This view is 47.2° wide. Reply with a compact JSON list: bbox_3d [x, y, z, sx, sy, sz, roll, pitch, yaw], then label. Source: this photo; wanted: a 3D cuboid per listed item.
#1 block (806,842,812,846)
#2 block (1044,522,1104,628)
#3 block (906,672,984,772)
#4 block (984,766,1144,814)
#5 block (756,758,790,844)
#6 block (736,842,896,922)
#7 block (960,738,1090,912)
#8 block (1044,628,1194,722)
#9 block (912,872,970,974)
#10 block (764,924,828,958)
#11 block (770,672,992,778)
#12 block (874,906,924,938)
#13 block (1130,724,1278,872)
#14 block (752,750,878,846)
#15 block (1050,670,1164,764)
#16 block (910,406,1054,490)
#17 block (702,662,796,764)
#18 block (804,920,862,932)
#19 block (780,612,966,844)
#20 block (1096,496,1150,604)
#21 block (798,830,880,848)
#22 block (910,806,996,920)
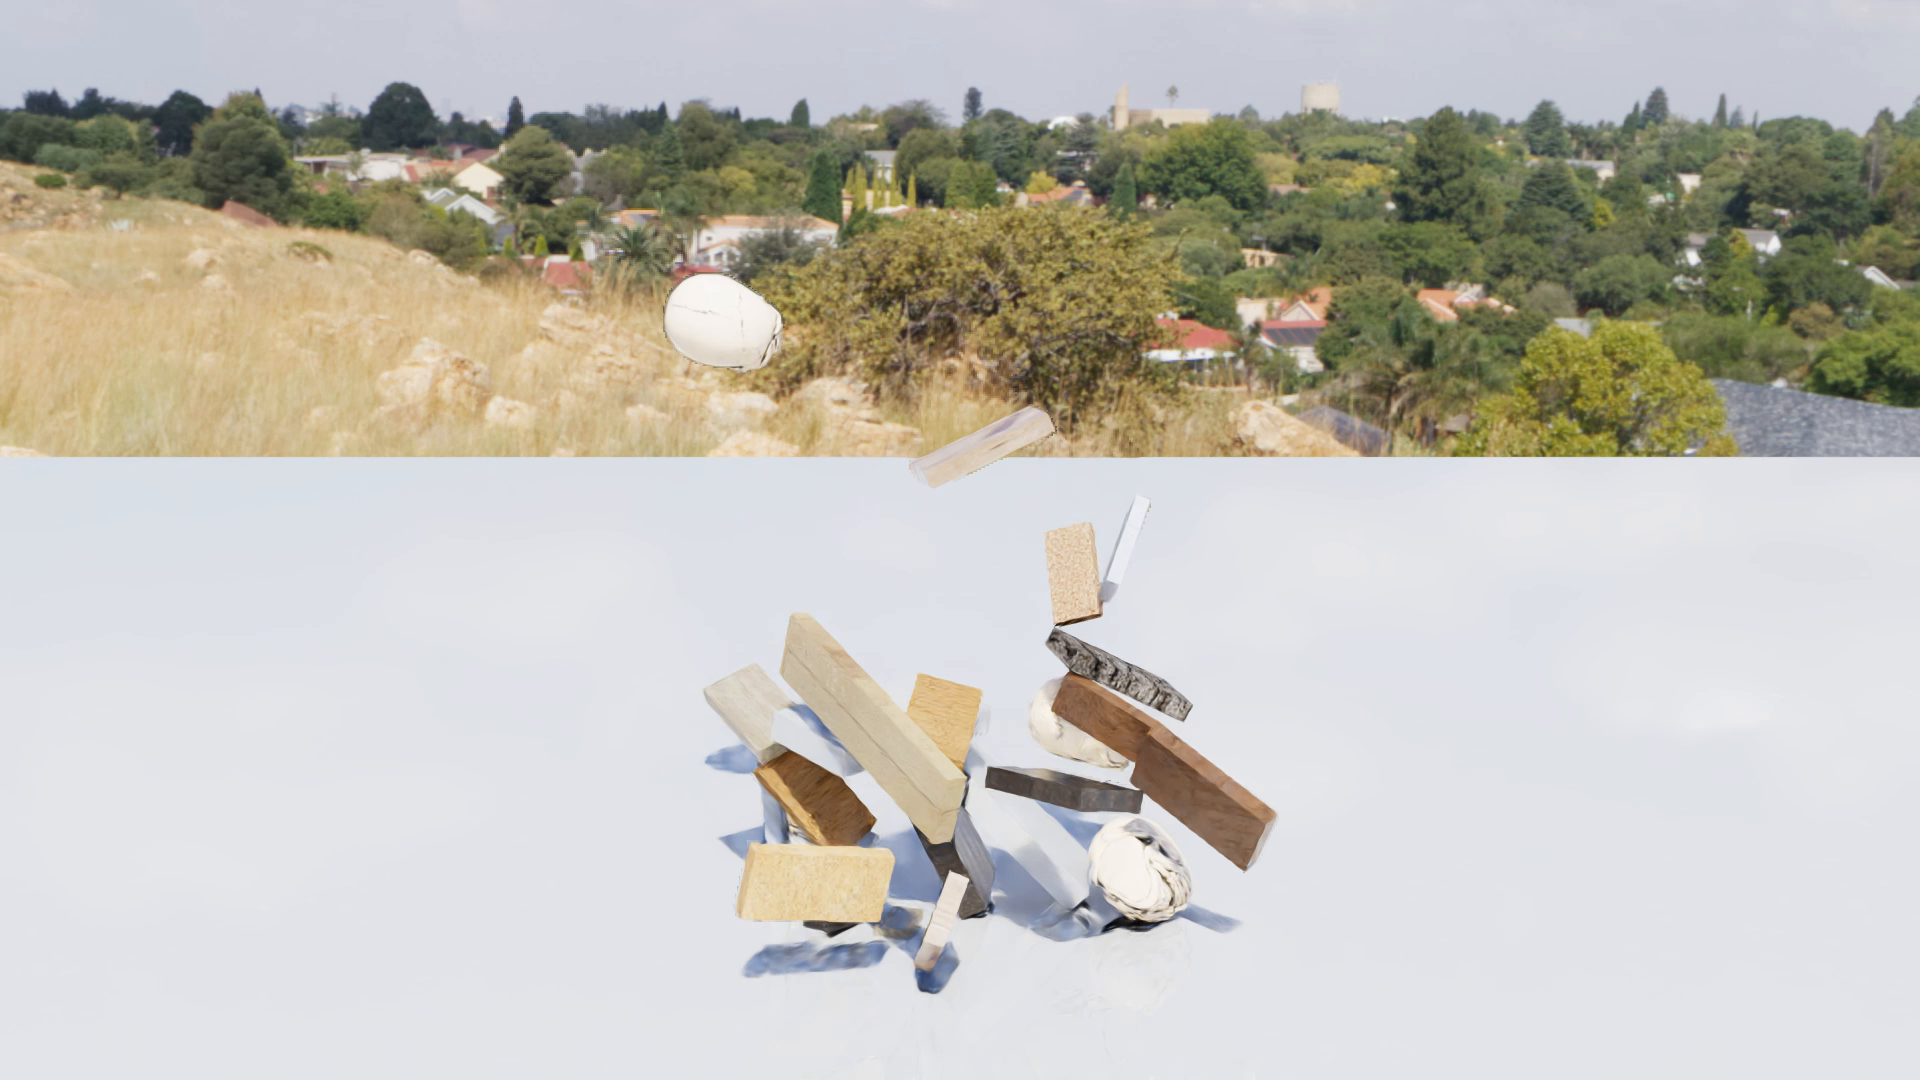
[{"bbox_3d":[-0.252,0.531,3.658,0.017,0.120,0.060,15,10,0],"label":"block"},{"bbox_3d":[0.185,0.056,3.568,0.079,0.158,0.022,-15,-23,24],"label":"block"},{"bbox_3d":[-0.032,0.284,3.390,0.107,0.030,0.213,15,28,2],"label":"block"},{"bbox_3d":[0.152,0.368,3.251,0.114,0.032,0.229,7,-1,-36],"label":"block"},{"bbox_3d":[-0.309,0.425,3.639,0.028,0.334,0.099,-5,10,1],"label":"block"},{"bbox_3d":[-0.209,0.498,3.190,0.214,0.107,0.030,6,20,-23],"label":"block"},{"bbox_3d":[0.086,0.456,3.631,0.046,0.324,0.162,-43,9,13],"label":"block"},{"bbox_3d":[0.255,0.216,3.530,0.229,0.032,0.114,26,8,-23],"label":"block"},{"bbox_3d":[-0.030,0.565,3.238,0.030,0.107,0.214,21,-21,2],"label":"block"},{"bbox_3d":[-0.256,0.627,3.432,0.050,0.014,0.101,6,12,31],"label":"block"},{"bbox_3d":[-0.121,0.287,3.463,0.162,0.046,0.324,24,24,39],"label":"block"},{"bbox_3d":[-0.097,0.611,3.517,0.050,0.014,0.101,3,11,17],"label":"block"},{"bbox_3d":[0.367,0.391,3.337,0.229,0.114,0.032,37,47,23],"label":"block"},{"bbox_3d":[-0.231,0.411,3.515,0.099,0.197,0.028,-45,13,-25],"label":"block"},{"bbox_3d":[0.232,0.280,3.454,0.175,0.079,0.022,31,37,16],"label":"block"},{"bbox_3d":[0.034,-0.146,3.458,0.213,0.030,0.107,-26,15,-9],"label":"block"},{"bbox_3d":[-0.323,0.276,3.528,0.099,0.028,0.197,-27,40,-20],"label":"block"},{"bbox_3d":[-0.201,0.605,3.506,0.050,0.014,0.101,6,4,30],"label":"block"},{"bbox_3d":[-0.134,0.265,3.197,0.030,0.107,0.466,-5,31,-33],"label":"block"},{"bbox_3d":[0.260,0.015,3.513,0.022,0.158,0.079,21,-25,0],"label":"block"},{"bbox_3d":[-0.196,0.482,3.567,0.120,0.017,0.060,22,57,27],"label":"block"},{"bbox_3d":[-0.039,0.440,3.592,0.046,0.324,0.162,-24,11,12],"label":"block"}]
